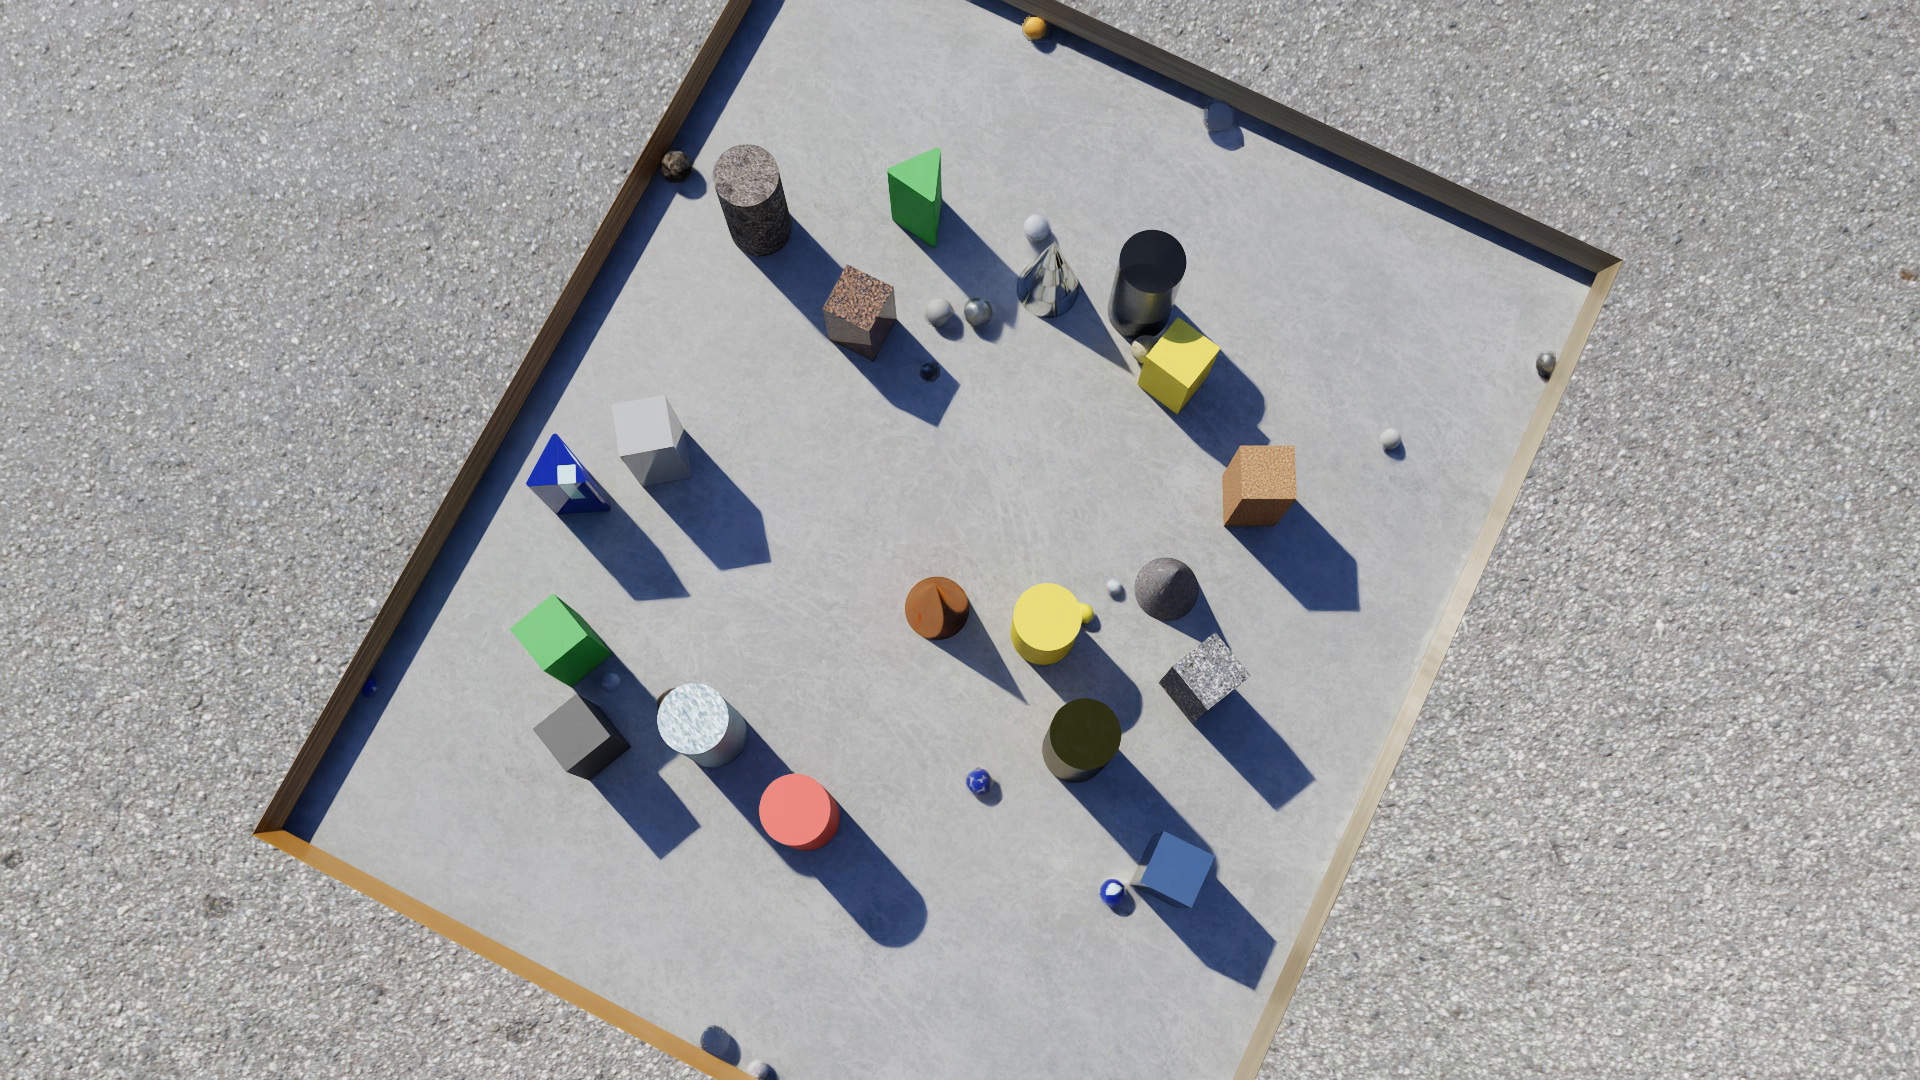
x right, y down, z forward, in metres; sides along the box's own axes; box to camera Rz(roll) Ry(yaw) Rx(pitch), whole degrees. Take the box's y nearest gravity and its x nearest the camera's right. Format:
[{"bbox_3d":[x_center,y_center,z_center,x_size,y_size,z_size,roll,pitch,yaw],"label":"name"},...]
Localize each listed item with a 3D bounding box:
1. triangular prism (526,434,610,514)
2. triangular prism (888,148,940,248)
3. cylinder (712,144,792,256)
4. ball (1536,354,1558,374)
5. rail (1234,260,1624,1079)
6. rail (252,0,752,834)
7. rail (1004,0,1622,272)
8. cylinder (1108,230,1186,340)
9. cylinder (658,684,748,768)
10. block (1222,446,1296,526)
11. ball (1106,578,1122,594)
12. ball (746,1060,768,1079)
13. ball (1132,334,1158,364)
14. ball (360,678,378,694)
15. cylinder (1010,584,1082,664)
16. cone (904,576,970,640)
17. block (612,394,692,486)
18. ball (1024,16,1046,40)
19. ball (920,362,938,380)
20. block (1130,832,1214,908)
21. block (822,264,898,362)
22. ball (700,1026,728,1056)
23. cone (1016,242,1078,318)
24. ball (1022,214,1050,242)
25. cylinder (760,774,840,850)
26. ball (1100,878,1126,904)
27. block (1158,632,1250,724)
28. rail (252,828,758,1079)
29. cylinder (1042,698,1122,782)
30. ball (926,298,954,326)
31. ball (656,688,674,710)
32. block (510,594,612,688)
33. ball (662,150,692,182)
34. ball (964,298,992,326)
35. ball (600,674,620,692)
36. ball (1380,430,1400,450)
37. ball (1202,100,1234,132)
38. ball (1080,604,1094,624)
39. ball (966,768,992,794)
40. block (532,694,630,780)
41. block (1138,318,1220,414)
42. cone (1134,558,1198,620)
[{"bbox_3d":[-1.166,-0.198,5.464,0.170,0.379,0.148,-4,78,-1],"label":"triangular prism"},{"bbox_3d":[-0.105,-1.073,5.644,0.170,0.381,0.148,35,80,7],"label":"triangular prism"},{"bbox_3d":[-0.633,-1.036,5.620,0.197,0.414,0.197,0,78,0],"label":"cylinder"},{"bbox_3d":[1.823,-0.548,5.697,0.065,0.065,0.065,0,78,0],"label":"ball"},{"bbox_3d":[1.270,0.628,5.420,0.045,0.128,3.407,26,80,5],"label":"rail"},{"bbox_3d":[-1.270,-0.615,5.678,0.045,0.128,3.407,26,80,5],"label":"rail"},{"bbox_3d":[0.751,-1.465,5.853,2.886,0.128,0.045,26,80,5],"label":"rail"},{"bbox_3d":[0.562,-0.767,5.552,0.197,0.437,0.197,0,78,0],"label":"cylinder"},{"bbox_3d":[-0.736,0.538,5.273,0.197,0.454,0.197,0,78,0],"label":"cylinder"},{"bbox_3d":[0.888,-0.158,5.458,0.157,0.374,0.157,0,78,0],"label":"block"},{"bbox_3d":[0.467,0.142,5.563,0.047,0.047,0.047,0,78,0],"label":"ball"},{"bbox_3d":[-0.581,1.525,5.269,0.062,0.062,0.062,0,78,0],"label":"ball"},{"bbox_3d":[0.576,-0.594,5.695,0.088,0.088,0.088,0,78,0],"label":"ball"},{"bbox_3d":[-1.774,0.440,5.501,0.048,0.048,0.048,0,78,0],"label":"ball"},{"bbox_3d":[0.252,0.251,5.411,0.197,0.301,0.197,0,78,0],"label":"cylinder"},{"bbox_3d":[-0.070,0.165,5.368,0.197,0.419,0.197,0,78,0],"label":"cone"},{"bbox_3d":[-0.919,-0.293,5.486,0.157,0.375,0.157,-11,79,-2],"label":"block"},{"bbox_3d":[0.244,-1.653,5.922,0.072,0.072,0.072,0,78,0],"label":"ball"},{"bbox_3d":[-0.098,-0.523,5.696,0.056,0.056,0.056,0,78,0],"label":"ball"},{"bbox_3d":[0.604,0.948,5.251,0.157,0.332,0.157,26,79,5],"label":"block"},{"bbox_3d":[-0.304,-0.691,5.606,0.157,0.300,0.157,27,80,5],"label":"block"},{"bbox_3d":[-0.707,1.441,5.276,0.082,0.082,0.082,0,78,0],"label":"ball"},{"bbox_3d":[0.277,-0.835,5.581,0.197,0.409,0.197,0,78,0],"label":"cone"},{"bbox_3d":[0.239,-0.983,5.777,0.084,0.084,0.084,0,78,0],"label":"ball"},{"bbox_3d":[-0.456,0.784,5.252,0.197,0.395,0.197,0,78,0],"label":"cylinder"},{"bbox_3d":[0.447,1.030,5.365,0.075,0.075,0.075,0,78,0],"label":"ball"},{"bbox_3d":[0.709,0.407,5.345,0.157,0.368,0.157,-37,81,-7],"label":"block"},{"bbox_3d":[-0.751,1.478,5.244,2.886,0.128,0.045,26,80,5],"label":"rail"},{"bbox_3d":[0.344,0.579,5.249,0.197,0.484,0.197,0,78,0],"label":"cylinder"},{"bbox_3d":[-0.063,-0.712,5.721,0.086,0.086,0.086,0,78,0],"label":"ball"},{"bbox_3d":[-0.855,0.491,5.466,0.097,0.097,0.097,0,78,0],"label":"ball"},{"bbox_3d":[-1.163,0.298,5.362,0.157,0.378,0.157,-40,81,-8],"label":"block"},{"bbox_3d":[-0.899,-1.185,5.812,0.098,0.098,0.098,0,78,0],"label":"ball"},{"bbox_3d":[0.058,-0.710,5.720,0.086,0.086,0.086,0,78,0],"label":"ball"},{"bbox_3d":[-1.050,0.429,5.498,0.058,0.058,0.058,0,78,0],"label":"ball"},{"bbox_3d":[1.325,-0.311,5.649,0.062,0.062,0.062,0,78,0],"label":"ball"},{"bbox_3d":[0.821,-1.350,5.846,0.098,0.098,0.098,0,78,0],"label":"ball"},{"bbox_3d":[0.373,0.221,5.539,0.062,0.062,0.062,0,78,0],"label":"ball"},{"bbox_3d":[0.055,0.714,5.430,0.076,0.076,0.076,0,78,0],"label":"ball"},{"bbox_3d":[-1.096,0.576,5.329,0.157,0.330,0.157,-39,81,-7],"label":"block"},{"bbox_3d":[0.663,-0.528,5.578,0.157,0.290,0.157,38,81,7],"label":"block"},{"bbox_3d":[0.629,0.118,5.433,0.197,0.313,0.197,0,78,0],"label":"cone"}]
